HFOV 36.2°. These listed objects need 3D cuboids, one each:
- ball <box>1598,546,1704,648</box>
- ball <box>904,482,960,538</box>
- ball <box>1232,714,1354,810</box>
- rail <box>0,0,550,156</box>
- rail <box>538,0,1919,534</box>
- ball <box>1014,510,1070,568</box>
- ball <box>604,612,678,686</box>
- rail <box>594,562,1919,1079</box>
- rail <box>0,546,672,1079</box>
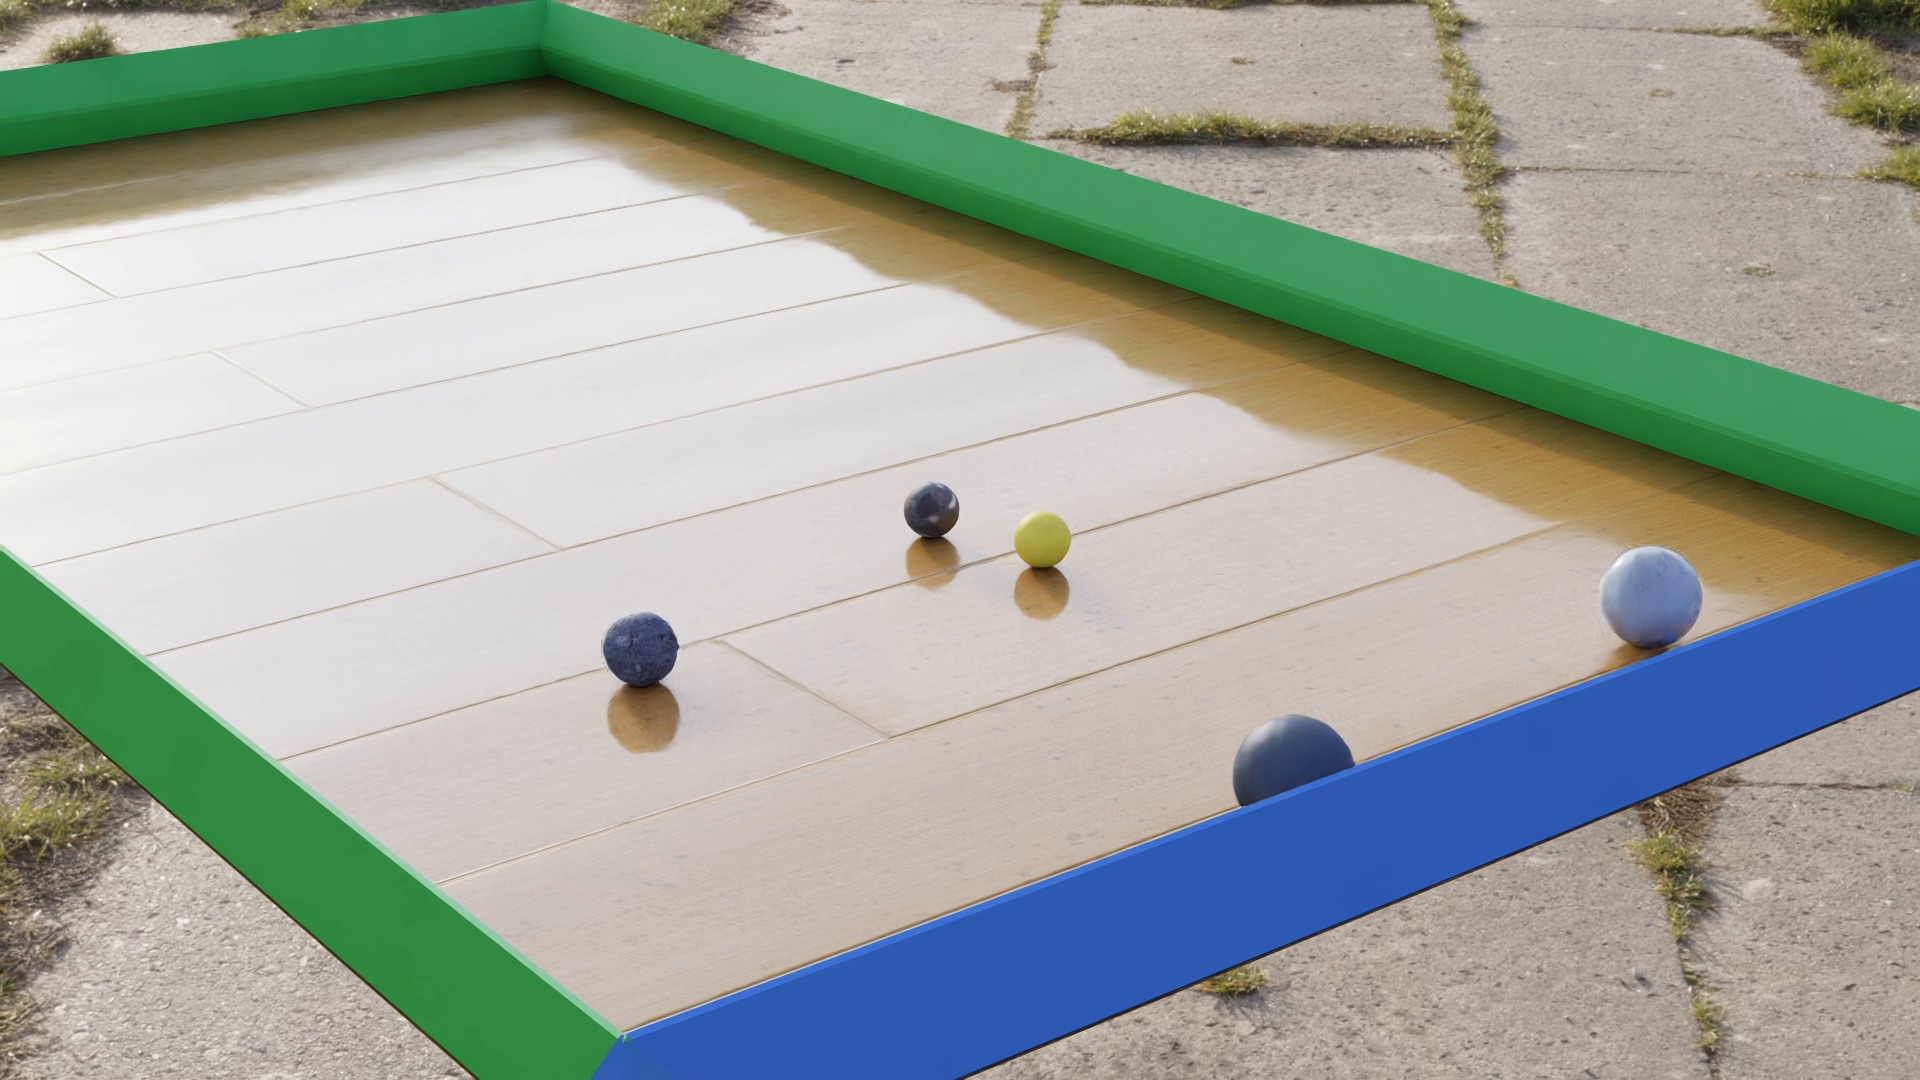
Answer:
[{"bbox_3d":[0.569,0.047,2.425,0.084,0.084,0.084,0,21,0],"label":"ball"},{"bbox_3d":[-0.026,-0.028,2.663,0.051,0.051,0.051,0,21,0],"label":"ball"},{"bbox_3d":[0.239,0.169,2.106,0.088,0.088,0.088,0,21,0],"label":"ball"},{"bbox_3d":[-1.204,-0.596,4.038,1.493,0.114,0.045,-15,26,-34],"label":"rail"},{"bbox_3d":[0.168,-0.377,3.475,0.045,0.114,2.675,-15,26,-34],"label":"rail"},{"bbox_3d":[0.073,0.000,2.594,0.051,0.051,0.051,0,21,0],"label":"ball"},{"bbox_3d":[-0.256,0.087,2.356,0.060,0.060,0.060,0,21,0],"label":"ball"},{"bbox_3d":[0.392,0.159,2.092,1.493,0.114,0.045,-15,26,-34],"label":"rail"},{"bbox_3d":[-0.981,-0.059,2.656,0.045,0.114,2.675,-15,26,-34],"label":"rail"}]
